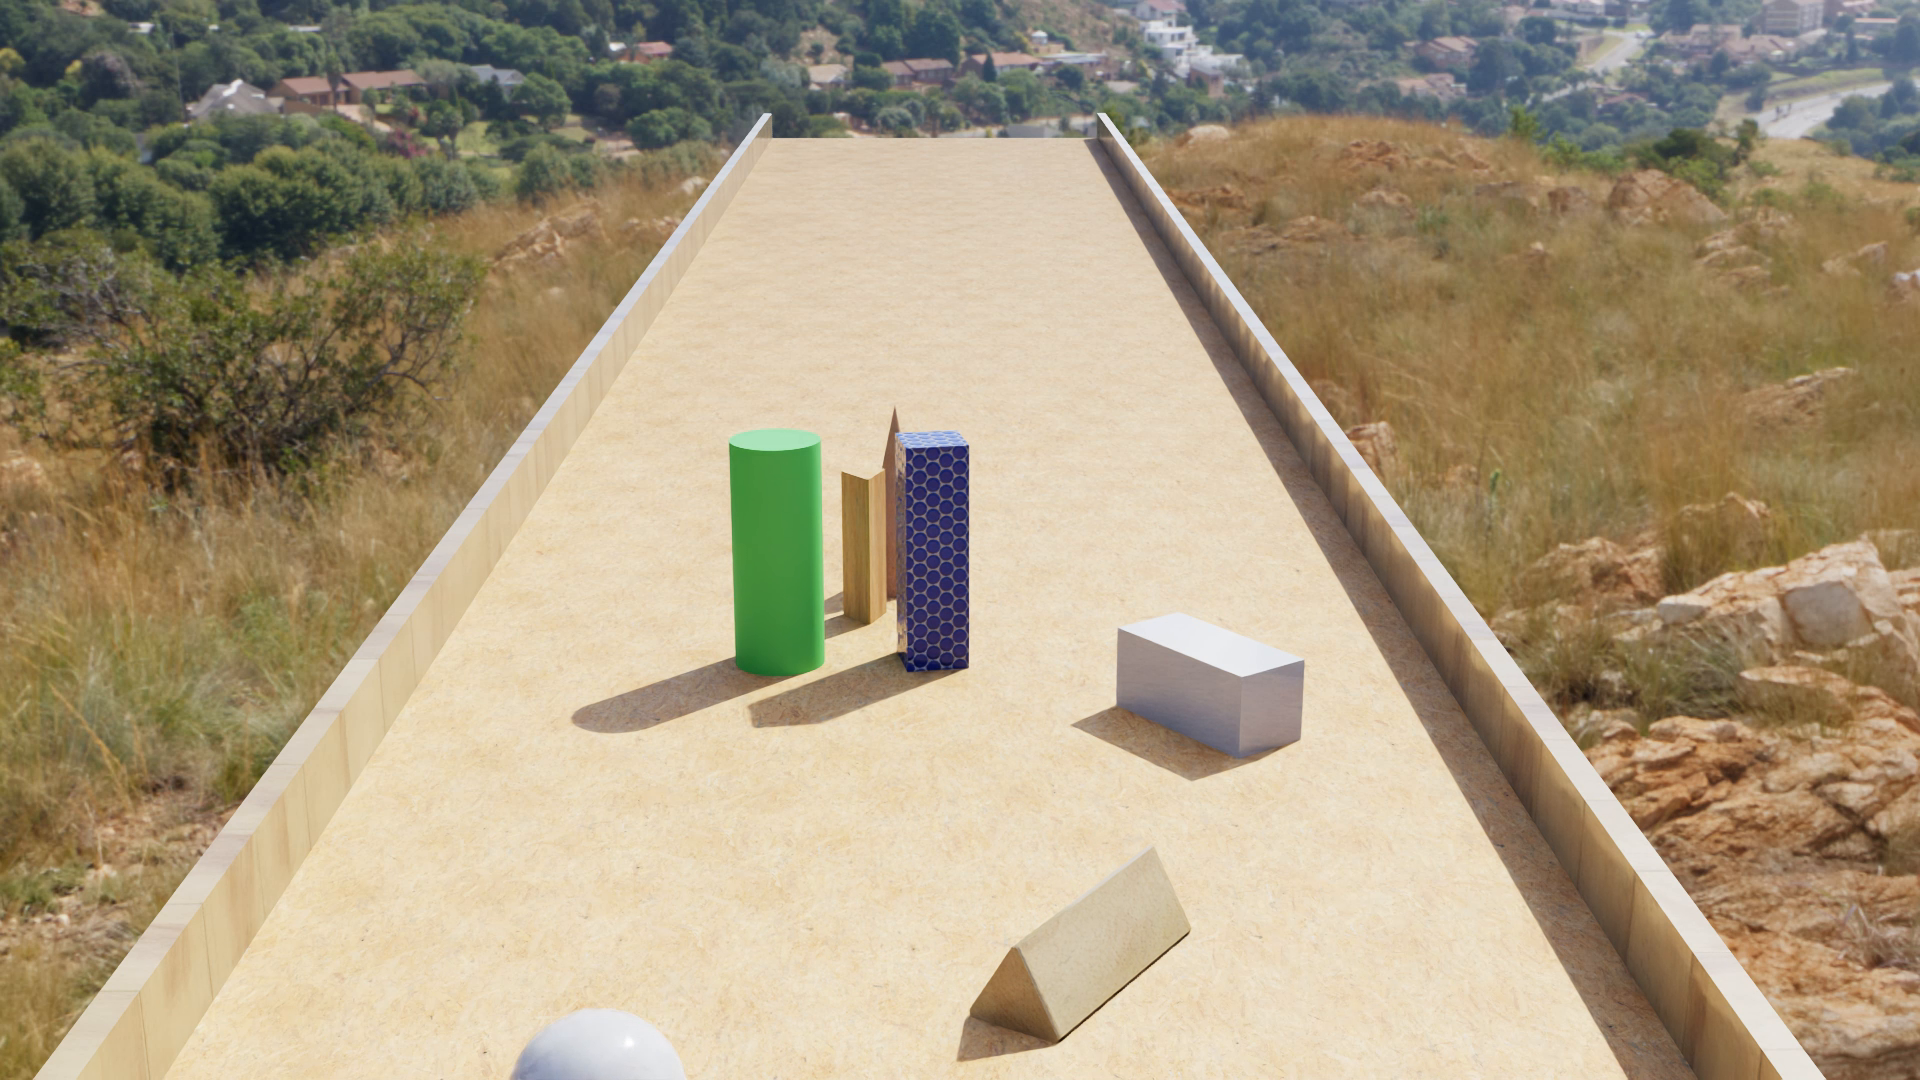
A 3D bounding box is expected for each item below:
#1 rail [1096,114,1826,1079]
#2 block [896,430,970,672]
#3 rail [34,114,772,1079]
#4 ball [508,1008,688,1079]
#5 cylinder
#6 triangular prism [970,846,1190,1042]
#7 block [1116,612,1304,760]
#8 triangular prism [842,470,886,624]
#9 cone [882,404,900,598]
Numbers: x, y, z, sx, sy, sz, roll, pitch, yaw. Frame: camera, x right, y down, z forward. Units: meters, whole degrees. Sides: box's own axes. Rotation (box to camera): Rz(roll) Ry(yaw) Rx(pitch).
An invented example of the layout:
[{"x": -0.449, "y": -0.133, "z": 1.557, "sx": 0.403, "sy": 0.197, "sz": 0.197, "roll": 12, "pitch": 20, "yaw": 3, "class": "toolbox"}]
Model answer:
[{"x": 0.932, "y": -0.844, "z": 7.801, "sx": 0.050, "sy": 0.150, "sz": 12.000, "roll": 0, "pitch": 17, "yaw": -1, "class": "rail"}, {"x": -0.055, "y": 0.022, "z": 4.353, "sx": 0.125, "sy": 0.456, "sz": 0.125, "roll": -3, "pitch": 17, "yaw": -11, "class": "block"}, {"x": -1.118, "y": -0.838, "z": 7.780, "sx": 0.050, "sy": 0.150, "sz": 12.000, "roll": 0, "pitch": 17, "yaw": -1, "class": "rail"}, {"x": -0.430, "y": 0.666, "z": 2.609, "sx": 0.216, "sy": 0.216, "sz": 0.216, "roll": 0, "pitch": 17, "yaw": 0, "class": "ball"}, {"x": -0.360, "y": 0.023, "z": 4.346, "sx": 0.179, "sy": 0.457, "sz": 0.179, "roll": 0, "pitch": 17, "yaw": 0, "class": "cylinder"}, {"x": 0.178, "y": 0.558, "z": 3.126, "sx": 0.140, "sy": 0.122, "sz": 0.391, "roll": 11, "pitch": 20, "yaw": 31, "class": "triangular prism"}, {"x": 0.458, "y": 0.264, "z": 4.067, "sx": 0.155, "sy": 0.155, "sz": 0.336, "roll": -12, "pitch": 20, "yaw": -35, "class": "block"}, {"x": -0.189, "y": 0.009, "z": 4.640, "sx": 0.079, "sy": 0.316, "sz": 0.091, "roll": -13, "pitch": 21, "yaw": -37, "class": "triangular prism"}, {"x": -0.141, "y": -0.096, "z": 4.825, "sx": 0.170, "sy": 0.414, "sz": 0.170, "roll": 0, "pitch": 17, "yaw": 0, "class": "cone"}]
